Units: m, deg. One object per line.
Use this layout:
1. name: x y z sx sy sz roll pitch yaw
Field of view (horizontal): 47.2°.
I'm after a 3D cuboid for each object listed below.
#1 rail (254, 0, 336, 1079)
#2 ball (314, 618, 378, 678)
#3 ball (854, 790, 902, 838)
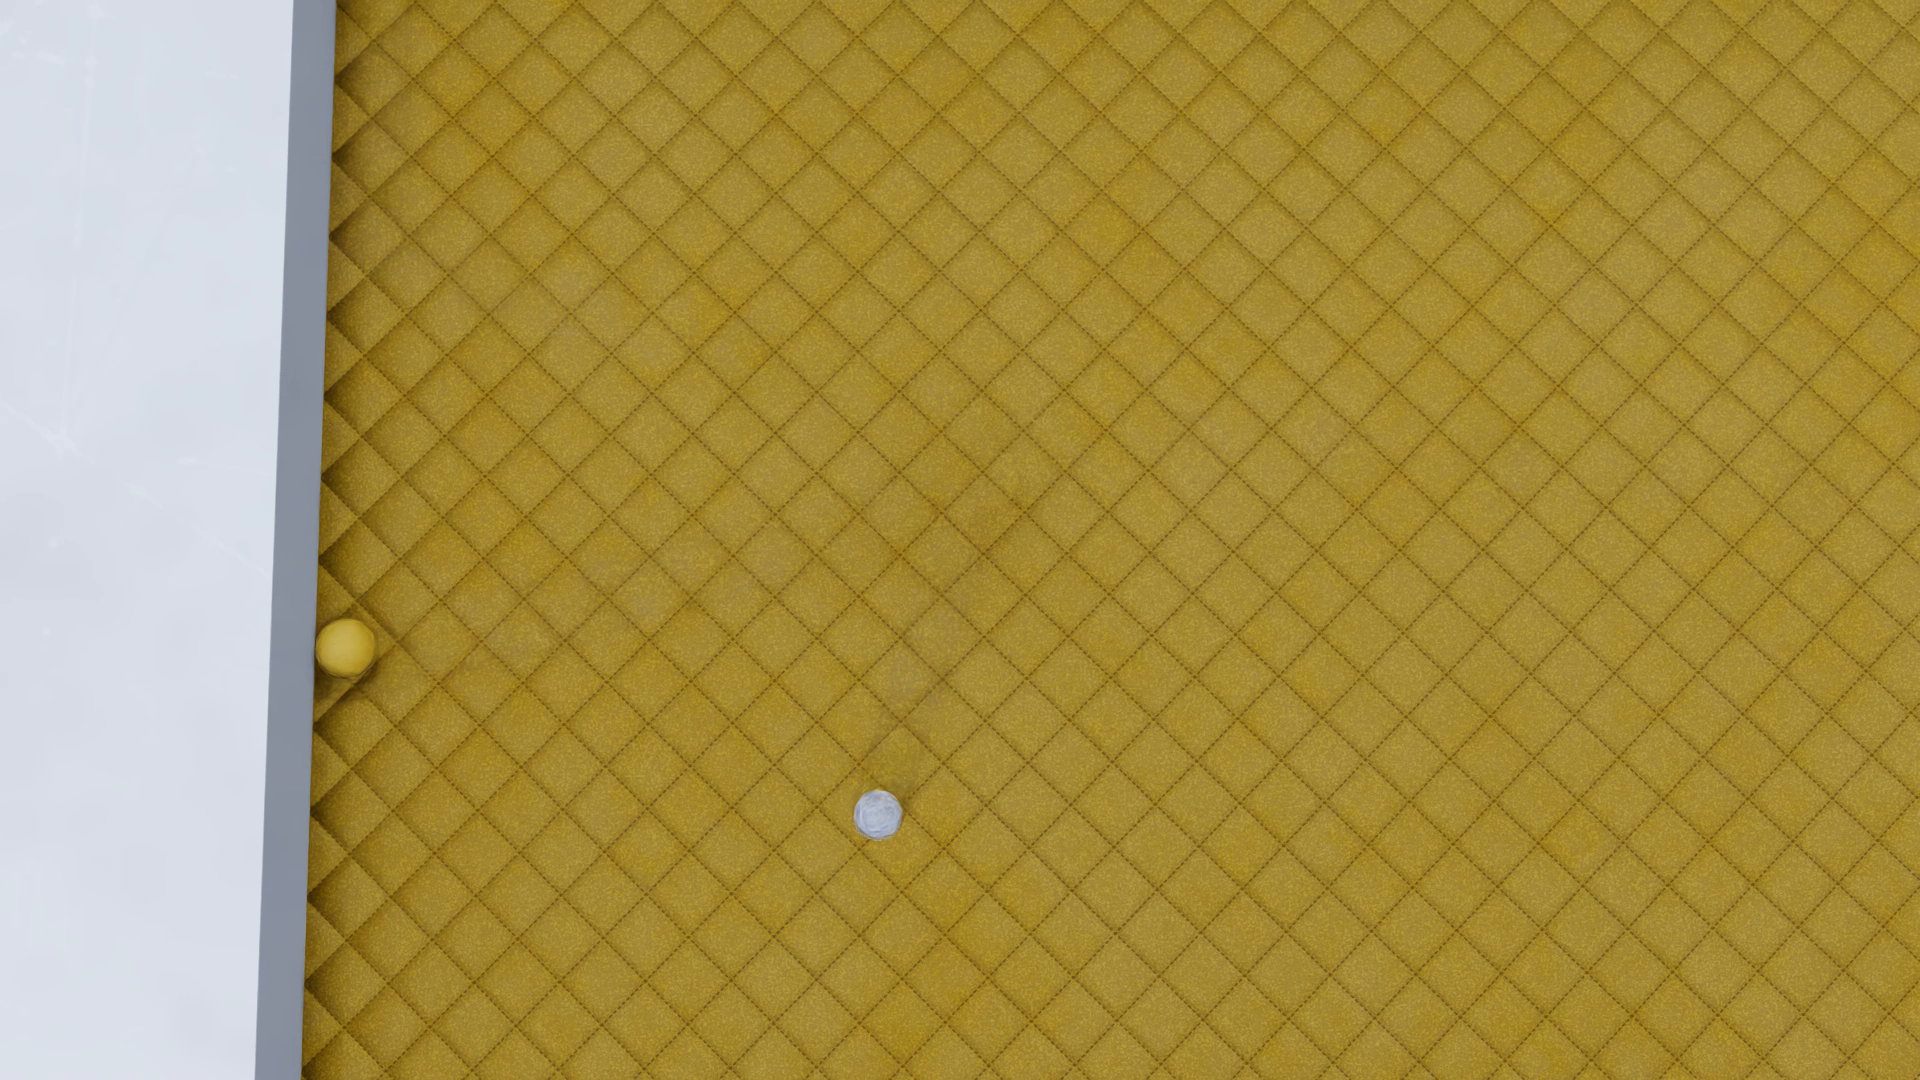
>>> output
1. rail: -0.967 0.005 3.235 0.045 0.129 2.157 0 82 0
2. ball: -0.903 0.159 3.235 0.088 0.088 0.088 0 82 0
3. ball: -0.120 0.400 3.210 0.070 0.070 0.070 0 82 0
